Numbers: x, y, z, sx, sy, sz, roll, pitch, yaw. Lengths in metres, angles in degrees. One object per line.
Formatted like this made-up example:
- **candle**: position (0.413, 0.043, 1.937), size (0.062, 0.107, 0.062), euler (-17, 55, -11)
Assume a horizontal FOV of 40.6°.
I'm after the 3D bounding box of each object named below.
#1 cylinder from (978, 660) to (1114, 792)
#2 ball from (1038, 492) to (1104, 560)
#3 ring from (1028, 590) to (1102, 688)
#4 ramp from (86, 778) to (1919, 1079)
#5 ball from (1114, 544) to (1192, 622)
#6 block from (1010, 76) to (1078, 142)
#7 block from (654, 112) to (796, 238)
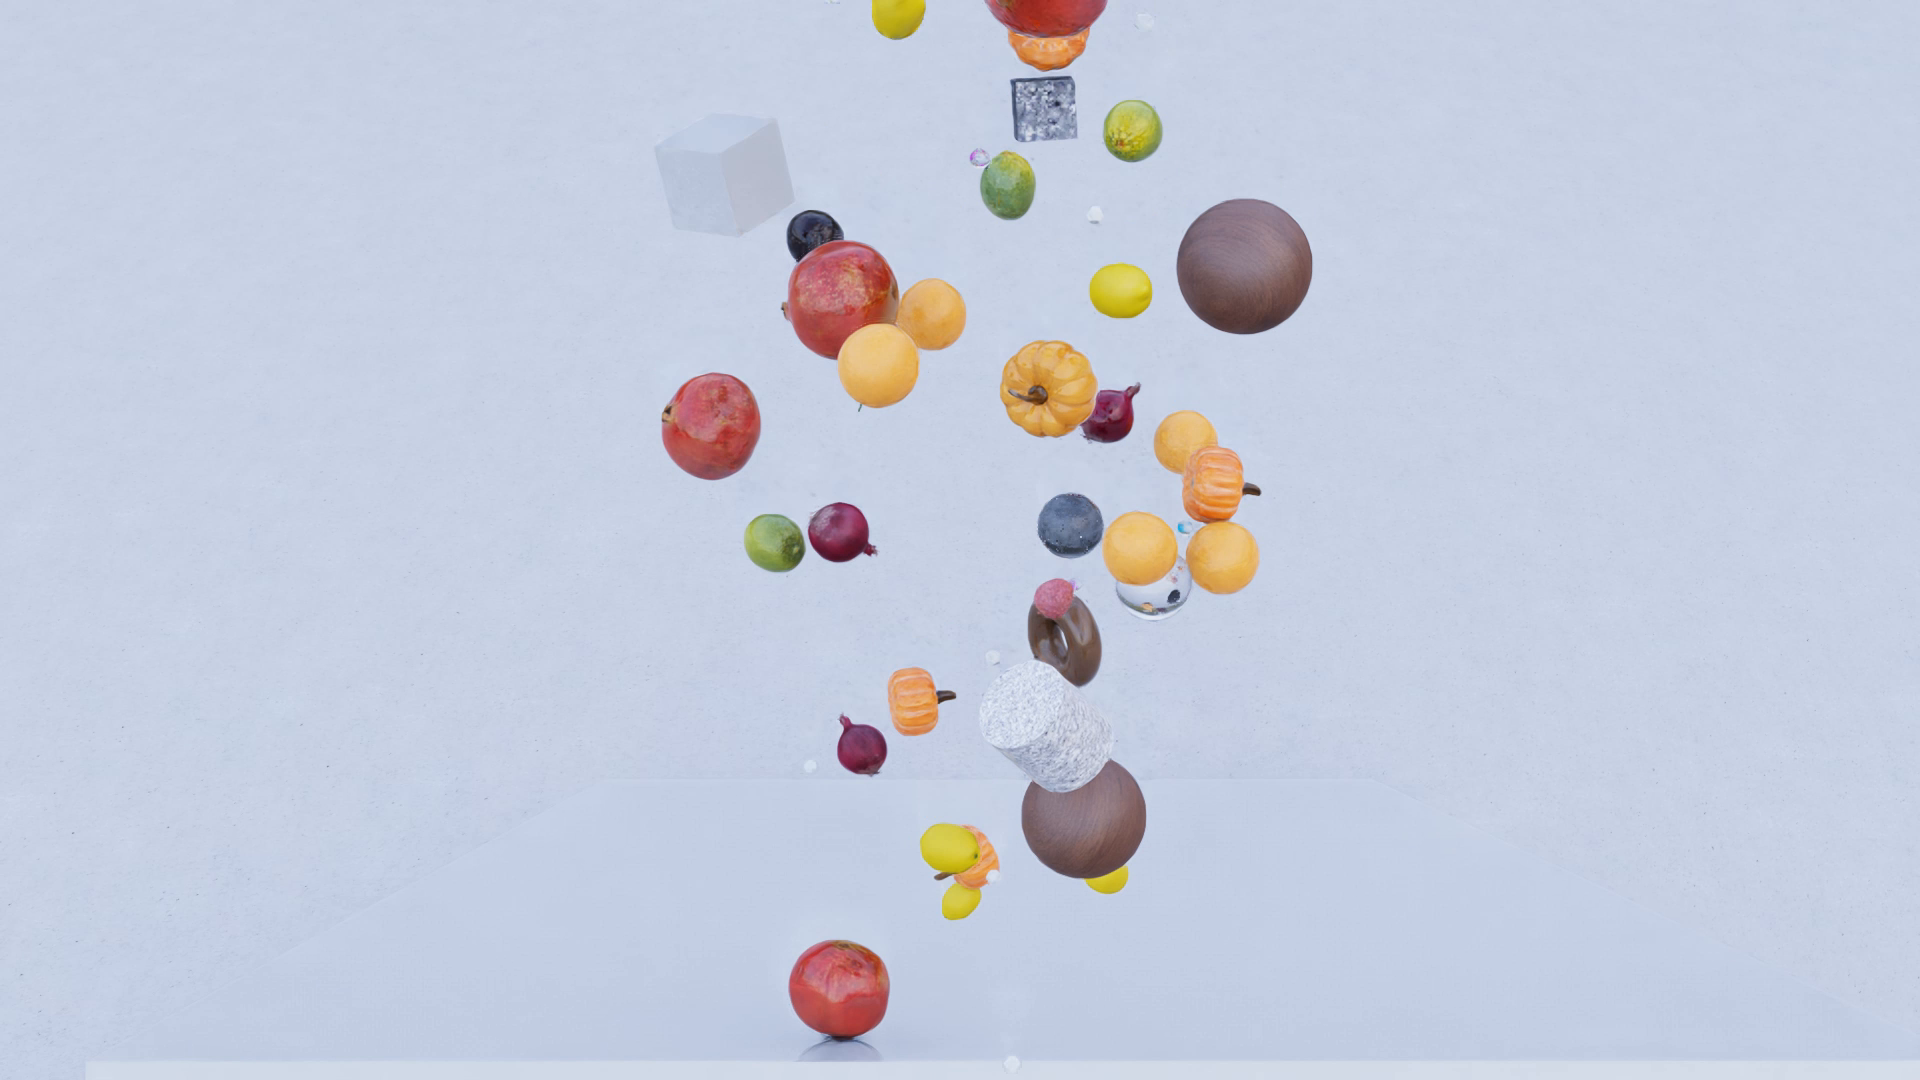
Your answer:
- **cylinder**: position (0.083, 0.179, 2.487), size (0.094, 0.094, 0.094), euler (-21, 48, 26)
- **ball**: position (0.117, -0.015, 2.734), size (0.070, 0.070, 0.070), euler (0, 33, 0)
- **ring**: position (0.117, 0.111, 2.905), size (0.039, 0.116, 0.116), euler (-17, 36, -30)
- **ramp**: position (0.073, 0.637, 4.746), size (2.000, 0.100, 4.000), euler (0, -1, 0)
- **ball**: position (0.188, 0.042, 2.522), size (0.075, 0.075, 0.075), euler (0, 33, 0)
- **block**: position (0.077, -0.396, 2.381), size (0.054, 0.054, 0.054), euler (-4, 14, -2)
- **block**: position (-0.228, -0.355, 2.518), size (0.086, 0.086, 0.086), euler (12, 37, 37)
